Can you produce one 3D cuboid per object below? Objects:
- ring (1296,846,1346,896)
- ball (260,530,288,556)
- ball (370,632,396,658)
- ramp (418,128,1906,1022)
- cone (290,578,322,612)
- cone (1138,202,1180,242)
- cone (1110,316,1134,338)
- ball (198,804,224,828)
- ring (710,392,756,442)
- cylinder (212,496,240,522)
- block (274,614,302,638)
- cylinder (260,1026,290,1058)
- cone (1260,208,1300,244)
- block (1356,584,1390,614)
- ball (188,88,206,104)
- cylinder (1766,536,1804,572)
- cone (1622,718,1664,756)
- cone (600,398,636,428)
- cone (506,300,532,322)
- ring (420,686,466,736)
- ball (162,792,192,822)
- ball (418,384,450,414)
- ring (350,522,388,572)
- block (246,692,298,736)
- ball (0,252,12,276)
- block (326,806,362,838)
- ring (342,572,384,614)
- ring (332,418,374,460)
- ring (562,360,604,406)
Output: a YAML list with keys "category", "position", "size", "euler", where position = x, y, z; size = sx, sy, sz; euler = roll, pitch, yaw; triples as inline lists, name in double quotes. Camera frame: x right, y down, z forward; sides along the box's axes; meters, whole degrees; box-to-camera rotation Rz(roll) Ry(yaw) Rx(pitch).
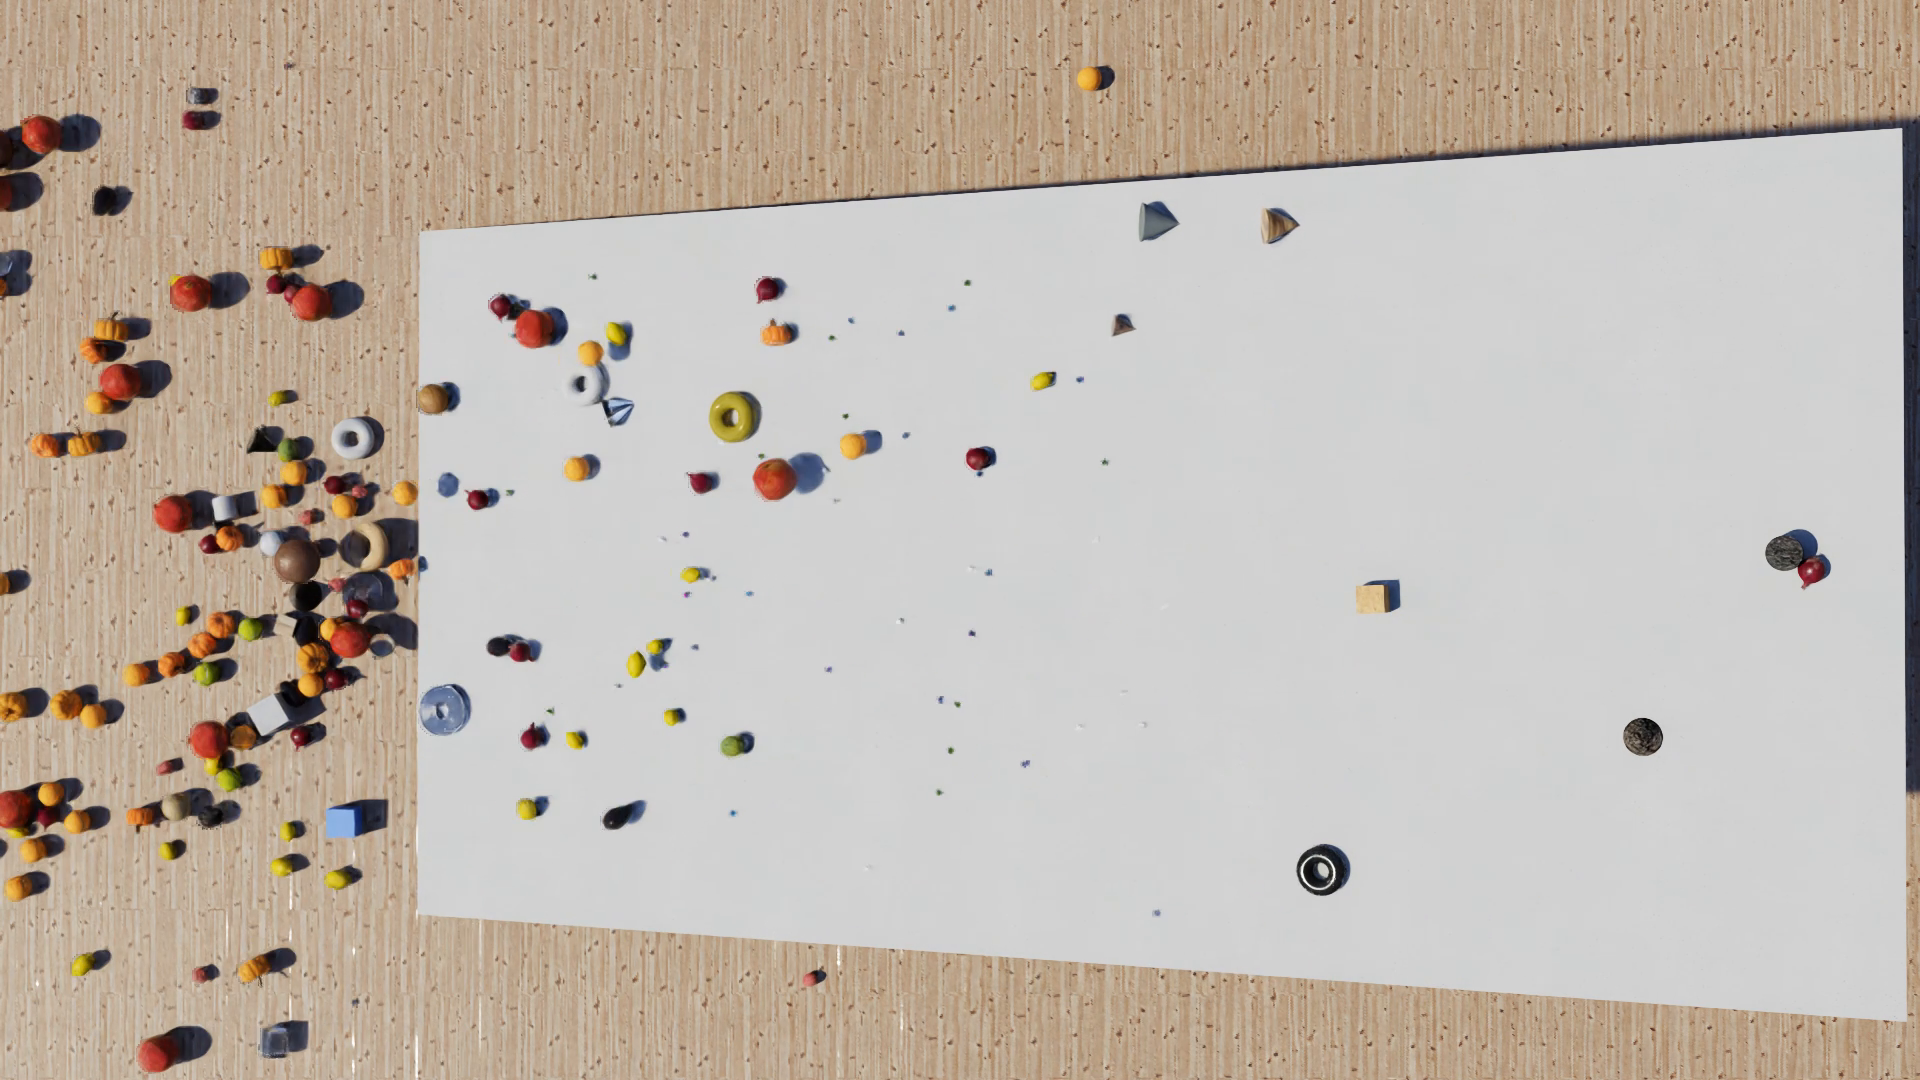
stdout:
- category: "ring"
  position: [0.885, 0.813, 5.396]
  size: [0.122, 0.041, 0.122]
  euler: [0, 90, 24]
- category: "ball"
  position: [-2.025, 0.009, 6.494]
  size: [0.082, 0.082, 0.082]
  euler: [0, 89, 0]
- category: "ball"
  position: [-1.693, 0.309, 6.448]
  size: [0.075, 0.075, 0.075]
  euler: [0, 89, 0]
- category: "ramp"
  position: [0.283, 0.086, 5.728]
  size: [4.000, 0.100, 2.000]
  euler: [0, 89, 22]
- category: "cone"
  position: [-1.945, 0.163, 6.484]
  size: [0.098, 0.098, 0.098]
  euler: [0, 89, 0]
- category: "cone"
  position: [0.509, -0.803, 5.568]
  size: [0.100, 0.100, 0.100]
  euler: [2, 89, -4]
- category: "cone"
  position: [0.420, -0.542, 5.611]
  size: [0.058, 0.058, 0.058]
  euler: [3, 89, -13]
- category: "ball"
  position: [-2.211, 0.817, 6.490]
  size: [0.070, 0.070, 0.070]
  euler: [0, 89, 0]
- category: "ring"
  position: [-0.624, -0.336, 6.026]
  size: [0.141, 0.047, 0.141]
  euler: [1, 94, 23]
- category: "cylinder"
  position: [-2.171, -0.093, 6.502]
  size: [0.068, 0.068, 0.068]
  euler: [-10, 89, 0]
- category: "block"
  position: [-1.987, 0.253, 6.503]
  size: [0.057, 0.057, 0.057]
  euler: [18, 89, 0]
- category: "cylinder"
  position: [-2.018, 1.481, 6.479]
  size: [0.076, 0.076, 0.076]
  euler: [5, 89, 0]
- category: "cone"
  position: [0.799, -0.779, 5.451]
  size: [0.090, 0.090, 0.090]
  euler: [-3, 89, -4]
- category: "block"
  position: [1.003, 0.144, 5.341]
  size: [0.068, 0.068, 0.068]
  euler: [-3, 88, 22]
- category: "ball"
  position: [-2.264, -1.317, 6.526]
  size: [0.050, 0.050, 0.050]
  euler: [0, 89, 0]
- category: "cylinder"
  position: [1.867, 0.030, 4.981]
  size: [0.080, 0.080, 0.080]
  euler: [0, 89, 22]
- category: "cone"
  position: [1.576, 0.459, 5.089]
  size: [0.090, 0.090, 0.090]
  euler: [0, 89, 22]
- category: "cone"
  position: [-0.951, -0.370, 6.165]
  size: [0.088, 0.088, 0.088]
  euler: [-21, 89, -6]
- category: "cone"
  position: [-1.253, -0.641, 6.297]
  size: [0.068, 0.068, 0.068]
  euler: [27, 89, -7]
- category: "ring"
  position: [-1.501, 0.495, 6.375]
  size: [0.149, 0.050, 0.149]
  euler: [0, 90, 21]
- category: "ball"
  position: [-2.310, 0.787, 6.483]
  size: [0.084, 0.084, 0.084]
  euler: [0, 89, 0]
- category: "ball"
  position: [-1.527, -0.408, 6.375]
  size: [0.090, 0.090, 0.090]
  euler: [0, 89, 0]
- category: "ring"
  position: [-1.743, 0.020, 6.482]
  size: [0.149, 0.050, 0.149]
  euler: [0, 90, 37]
- category: "block"
  position: [-2.027, 0.512, 6.483]
  size: [0.092, 0.092, 0.092]
  euler: [-30, 89, 0]
- category: "ball"
  position: [-2.848, -0.817, 6.507]
  size: [0.078, 0.078, 0.078]
  euler: [0, 89, 0]
- category: "block"
  position: [-1.816, 0.831, 6.484]
  size: [0.082, 0.082, 0.082]
  euler: [1, 89, 0]
- category: "ring"
  position: [-1.769, 0.155, 6.512]
  size: [0.124, 0.041, 0.124]
  euler: [0, 92, 1]
- category: "ring"
  position: [-1.800, -0.300, 6.518]
  size: [0.127, 0.042, 0.127]
  euler: [0, 90, -1]
- category: "ring"
  position: [-1.064, -0.441, 6.211]
  size: [0.131, 0.044, 0.131]
  euler: [0, 90, 22]
